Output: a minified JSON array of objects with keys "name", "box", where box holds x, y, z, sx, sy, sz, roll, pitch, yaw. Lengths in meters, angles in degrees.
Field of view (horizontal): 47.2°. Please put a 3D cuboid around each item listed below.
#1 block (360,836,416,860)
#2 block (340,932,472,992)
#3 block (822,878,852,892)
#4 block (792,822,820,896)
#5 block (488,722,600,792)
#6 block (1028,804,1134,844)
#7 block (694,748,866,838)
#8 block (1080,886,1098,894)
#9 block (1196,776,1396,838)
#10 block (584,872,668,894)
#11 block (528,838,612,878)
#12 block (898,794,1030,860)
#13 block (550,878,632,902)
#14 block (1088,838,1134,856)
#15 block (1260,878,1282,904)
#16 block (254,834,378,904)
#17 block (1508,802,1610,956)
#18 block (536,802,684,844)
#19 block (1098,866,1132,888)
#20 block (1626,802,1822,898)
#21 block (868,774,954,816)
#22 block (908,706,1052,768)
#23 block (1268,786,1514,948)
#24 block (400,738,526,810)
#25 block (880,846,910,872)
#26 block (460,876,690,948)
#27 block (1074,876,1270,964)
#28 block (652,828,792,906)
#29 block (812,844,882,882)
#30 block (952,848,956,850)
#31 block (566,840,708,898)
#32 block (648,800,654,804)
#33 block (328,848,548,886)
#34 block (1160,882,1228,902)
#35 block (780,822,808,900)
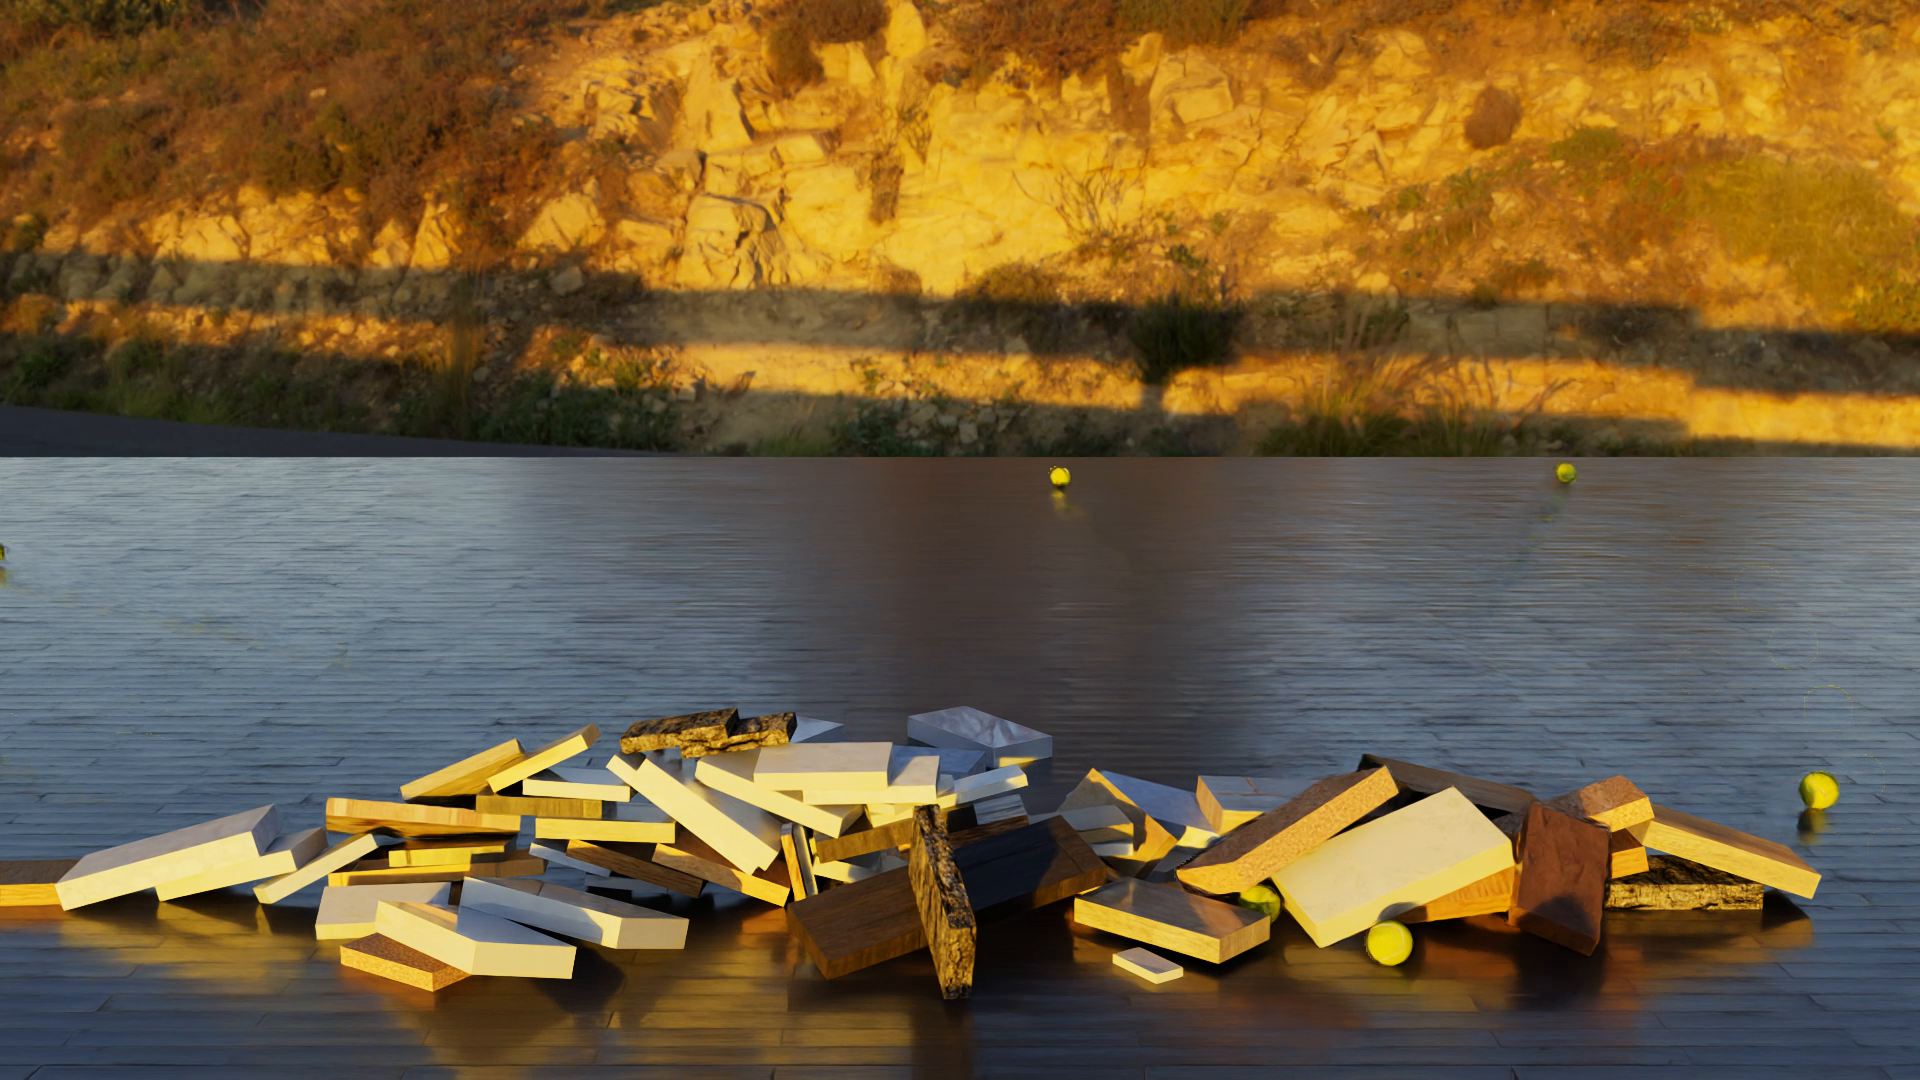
[{"name":"block","box":[-0.932,0.531,3.892,0.251,0.036,0.126,-3,11,-15]},{"name":"block","box":[-0.835,0.636,3.344,0.200,0.028,0.100,7,13,33]},{"name":"block","box":[-0.166,0.582,3.666,0.124,0.018,0.062,-1,11,-5]},{"name":"block","box":[-0.256,0.528,3.659,0.018,0.124,0.062,-12,11,-1]},{"name":"block","box":[-0.691,0.361,3.657,0.177,0.025,0.089,-25,6,8]},{"name":"block","box":[0.189,0.480,3.668,0.180,0.026,0.090,-5,15,-15]},{"name":"block","box":[-0.290,0.403,3.632,0.264,0.037,0.132,20,22,15]},{"name":"block","box":[0.152,0.544,3.667,0.180,0.026,0.090,21,10,-4]},{"name":"block","box":[0.603,0.469,3.824,0.349,0.049,0.175,3,13,-9]},{"name":"block","box":[-0.550,0.562,3.662,0.137,0.019,0.068,6,10,1]},{"name":"block","box":[-0.640,0.521,3.650,0.137,0.019,0.068,17,10,-1]},{"name":"block","box":[0.002,0.475,3.641,0.217,0.031,0.108,-12,12,-3]},{"name":"block","box":[-0.616,0.582,3.659,0.137,0.019,0.068,-1,11,-5]},{"name":"block","box":[0.219,0.509,3.661,0.134,0.019,0.067,-1,6,2]},{"name":"block","box":[0.573,0.580,3.633,0.141,0.020,0.071,4,21,20]},{"name":"block","box":[-1.064,0.541,3.629,0.190,0.027,0.095,-28,6,-29]},{"name":"block","box":[0.941,0.528,3.449,0.131,0.037,0.263,21,36,7]},{"name":"block","box":[-0.575,0.465,3.641,0.229,0.032,0.114,2,9,3]},{"name":"block","box":[0.230,0.555,3.649,0.134,0.019,0.067,23,10,7]},{"name":"block","box":[1.257,0.508,3.656,0.299,0.042,0.149,18,10,-4]},{"name":"block","box":[-0.081,0.415,3.602,0.133,0.019,0.067,-22,16,-39]},{"name":"block","box":[0.038,0.406,4.546,0.150,0.043,0.301,-8,13,-36]},{"name":"block","box":[0.686,0.520,3.515,0.346,0.049,0.173,-21,29,-11]},{"name":"block","box":[-0.831,0.417,3.747,0.210,0.105,0.030,-23,53,-2]},{"name":"block","box":[-0.023,0.546,3.661,0.217,0.031,0.108,15,9,-6]},{"name":"block","box":[-0.605,0.583,3.442,0.327,0.046,0.163,7,-5,32]},{"name":"block","box":[0.332,0.595,3.460,0.277,0.039,0.139,9,14,40]},{"name":"block","box":[-0.391,0.538,3.653,0.229,0.032,0.114,20,10,-3]},{"name":"block","box":[-0.137,0.548,3.661,0.217,0.031,0.108,14,9,-5]},{"name":"block","box":[0.062,0.538,3.660,0.180,0.025,0.090,21,9,-6]},{"name":"block","box":[-0.529,0.528,3.654,0.229,0.032,0.114,18,10,2]},{"name":"block","box":[-0.465,0.499,3.958,0.181,0.026,0.090,12,1,9]},{"name":"block","box":[-0.864,0.546,3.657,0.346,0.027,0.095,-3,4,-6]},{"name":"block","box":[0.369,0.586,3.641,0.134,0.019,0.067,-3,11,-16]},{"name":"block","box":[-0.272,0.535,3.623,0.018,0.124,0.062,-12,11,-1]}]
